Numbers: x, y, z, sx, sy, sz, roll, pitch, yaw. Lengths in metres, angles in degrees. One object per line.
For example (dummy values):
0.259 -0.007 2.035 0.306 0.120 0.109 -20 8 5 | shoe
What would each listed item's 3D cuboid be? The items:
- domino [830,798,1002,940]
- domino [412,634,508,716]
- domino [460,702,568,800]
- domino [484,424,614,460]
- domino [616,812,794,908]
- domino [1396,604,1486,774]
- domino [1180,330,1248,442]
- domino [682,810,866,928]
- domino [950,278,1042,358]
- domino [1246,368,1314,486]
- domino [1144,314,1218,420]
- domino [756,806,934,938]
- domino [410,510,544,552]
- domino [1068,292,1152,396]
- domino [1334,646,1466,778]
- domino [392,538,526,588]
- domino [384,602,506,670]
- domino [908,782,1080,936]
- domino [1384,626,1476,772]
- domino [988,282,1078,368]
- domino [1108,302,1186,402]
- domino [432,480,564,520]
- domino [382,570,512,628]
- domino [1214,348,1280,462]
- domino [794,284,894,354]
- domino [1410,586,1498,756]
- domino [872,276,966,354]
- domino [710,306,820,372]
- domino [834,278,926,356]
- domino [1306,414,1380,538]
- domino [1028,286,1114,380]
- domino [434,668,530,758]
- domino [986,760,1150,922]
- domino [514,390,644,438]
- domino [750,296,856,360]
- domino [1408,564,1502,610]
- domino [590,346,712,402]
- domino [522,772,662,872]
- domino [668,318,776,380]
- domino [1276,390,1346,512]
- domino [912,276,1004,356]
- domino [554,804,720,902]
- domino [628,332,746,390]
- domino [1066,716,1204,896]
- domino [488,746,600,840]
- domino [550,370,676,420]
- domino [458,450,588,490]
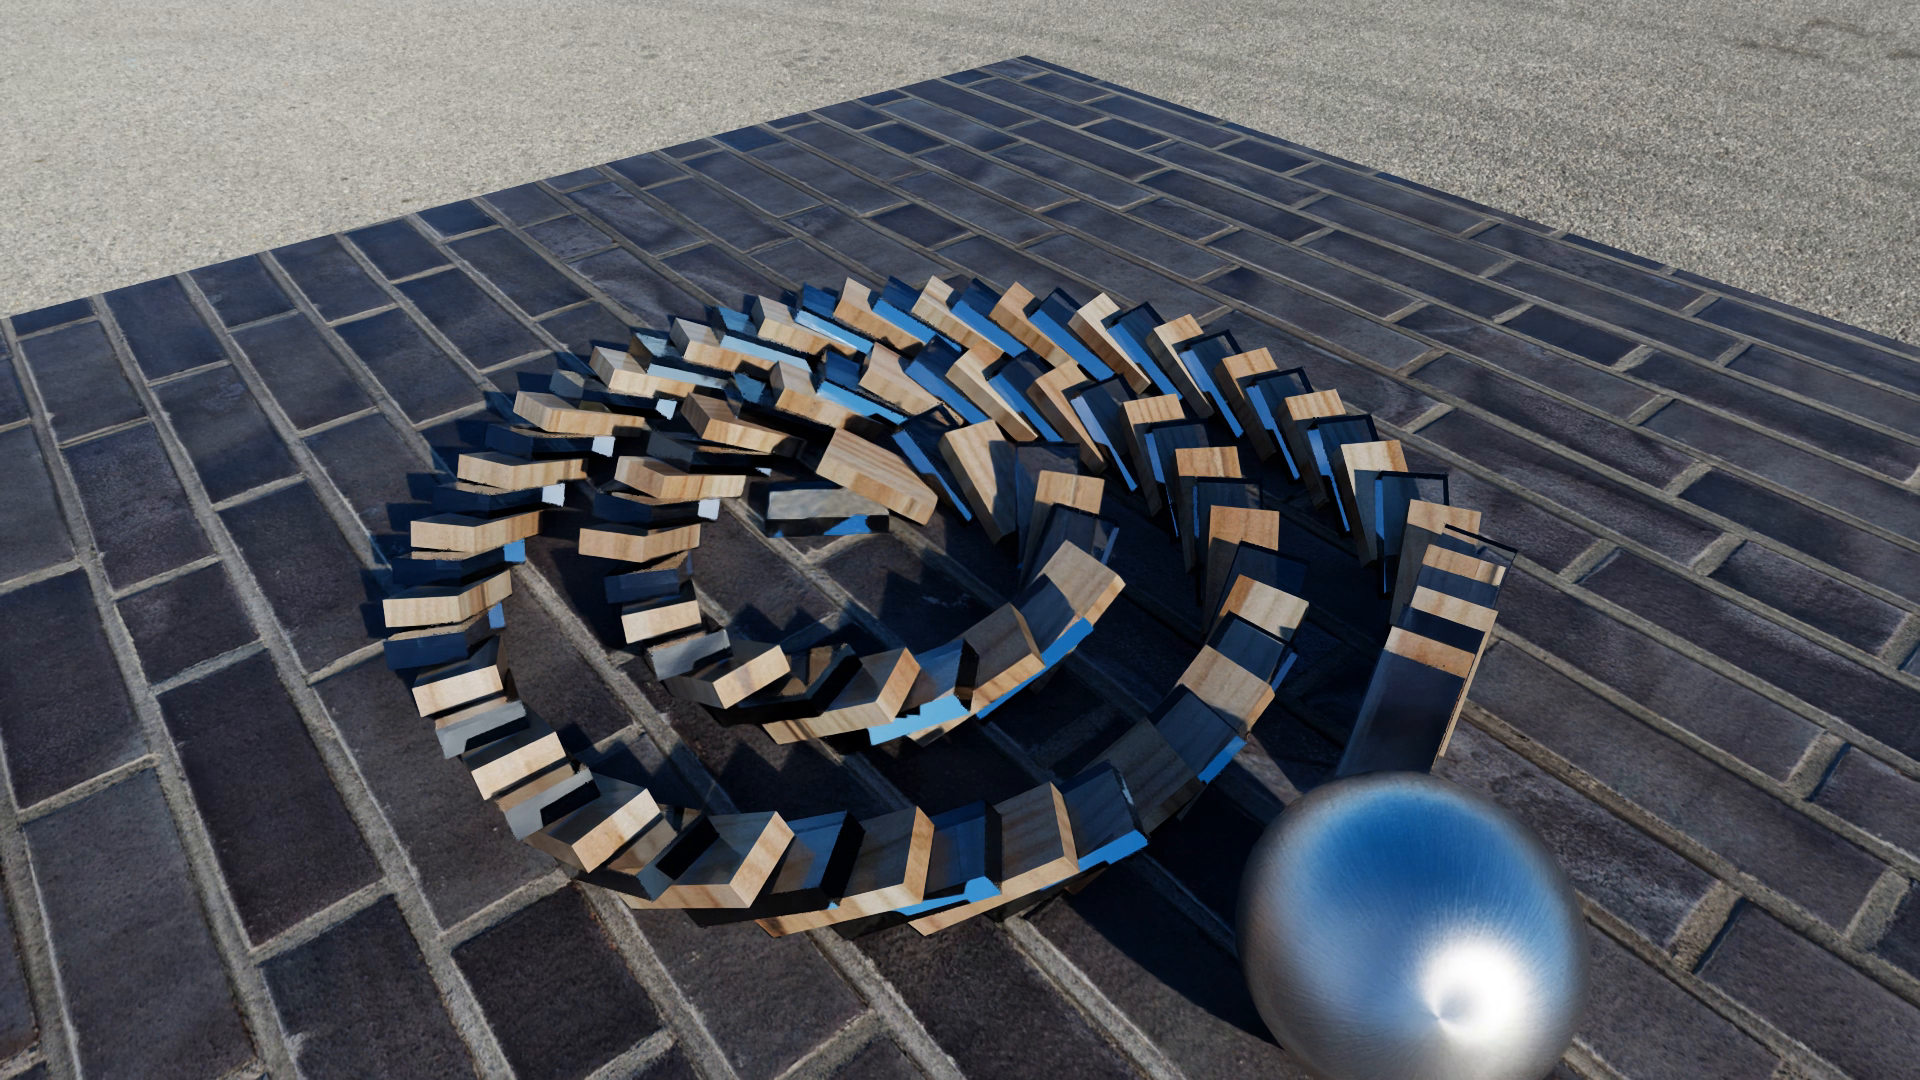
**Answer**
-0.012 0.093 0.311 0.050 0.010 0.025 -23 35 20 | domino
-0.167 0.045 0.370 0.025 0.010 0.050 -16 12 -19 | domino
-0.142 0.065 0.345 0.025 0.010 0.050 -25 16 -27 | domino
-0.177 -0.043 0.477 0.025 0.009 0.050 17 12 20 | domino
-0.073 0.091 0.313 0.050 0.009 0.025 -14 29 35 | domino
0.148 0.049 0.356 0.025 0.050 0.009 21 6 23 | domino
0.126 -0.072 0.513 0.025 0.010 0.050 -21 74 -24 | domino
-0.053 0.093 0.311 0.050 0.009 0.025 -18 31 28 | domino
0.022 -0.110 0.559 0.050 0.010 0.025 35 43 -5 | domino
0.149 -0.051 0.487 0.025 0.009 0.050 -13 71 -16 | domino
0.113 -0.082 0.525 0.025 0.010 0.050 -25 76 -28 | domino
-0.032 0.094 0.310 0.050 0.010 0.025 -21 33 23 | domino
-0.188 -0.005 0.431 0.025 0.009 0.050 5 10 7 | domino
0.080 -0.097 0.543 0.050 0.009 0.025 46 51 4 | domino
0.134 0.061 0.340 0.025 0.050 0.010 20 6 23 | domino
-0.188 0.008 0.415 0.025 0.010 0.050 2 9 3 | domino
-0.179 0.033 0.384 0.025 0.009 0.050 -7 9 -8 | domino
0.008 0.091 0.313 0.050 0.009 0.025 -27 37 15 | domino
0.141 0.055 0.348 0.025 0.050 0.009 20 6 23 | domino
0.041 -0.107 0.555 0.050 0.009 0.025 37 45 -3 | domino
0.097 -0.091 0.535 0.025 0.009 0.050 -33 80 -34 | domino
-0.186 -0.018 0.447 0.025 0.010 0.050 10 10 12 | domino
-0.185 0.021 0.399 0.025 0.010 0.050 -3 9 -3 | domino
0.138 -0.062 0.500 0.025 0.010 0.050 -17 72 -20 | domino
-0.059 -0.111 0.559 0.050 0.009 0.025 22 33 -23 | domino
0.155 0.043 0.363 0.025 0.050 0.010 20 6 23 | domino
-0.019 -0.114 0.563 0.050 0.009 0.025 29 38 -12 | domino
-0.097 -0.100 0.546 0.050 0.009 0.025 13 30 -34 | domino
-0.039 -0.113 0.563 0.050 0.010 0.025 26 36 -17 | domino
0.165 -0.027 0.458 0.025 0.010 0.050 -7 70 -8 | domino
0.061 -0.102 0.550 0.050 0.010 0.025 41 47 1 | domino
-0.156 0.055 0.357 0.025 0.010 0.050 -20 13 -23 | domino
0.027 0.087 0.318 0.050 0.010 0.025 -31 40 11 | domino
-0.170 -0.056 0.493 0.025 0.009 0.050 27 16 29 | domino
-0.079 -0.105 0.553 0.050 0.009 0.025 16 31 -30 | domino
0.161 0.036 0.371 0.025 0.050 0.010 19 6 23 | domino
-0.146 -0.077 0.519 0.050 0.010 0.025 6 27 -44 | domino
-0.111 0.082 0.325 0.050 0.010 0.025 -3 27 49 | domino
-0.114 -0.093 0.538 0.050 0.010 0.025 10 29 -38 | domino
0.157 -0.039 0.472 0.025 0.009 0.050 -11 70 -13 | domino
0.002 -0.112 0.562 0.050 0.010 0.025 32 40 -9 | domino
-0.094 0.088 0.317 0.050 0.010 0.025 -7 27 45 | domino
-0.131 -0.085 0.528 0.050 0.010 0.025 7 27 -43 | domino
0.045 0.079 0.328 0.050 0.010 0.025 -40 46 1 | domino
-0.129 0.074 0.334 0.025 0.009 0.050 -27 16 -29 | domino
-0.159 -0.067 0.506 0.025 0.009 0.050 32 18 33 | domino
-0.182 -0.030 0.462 0.025 0.009 0.050 13 11 15 | domino
